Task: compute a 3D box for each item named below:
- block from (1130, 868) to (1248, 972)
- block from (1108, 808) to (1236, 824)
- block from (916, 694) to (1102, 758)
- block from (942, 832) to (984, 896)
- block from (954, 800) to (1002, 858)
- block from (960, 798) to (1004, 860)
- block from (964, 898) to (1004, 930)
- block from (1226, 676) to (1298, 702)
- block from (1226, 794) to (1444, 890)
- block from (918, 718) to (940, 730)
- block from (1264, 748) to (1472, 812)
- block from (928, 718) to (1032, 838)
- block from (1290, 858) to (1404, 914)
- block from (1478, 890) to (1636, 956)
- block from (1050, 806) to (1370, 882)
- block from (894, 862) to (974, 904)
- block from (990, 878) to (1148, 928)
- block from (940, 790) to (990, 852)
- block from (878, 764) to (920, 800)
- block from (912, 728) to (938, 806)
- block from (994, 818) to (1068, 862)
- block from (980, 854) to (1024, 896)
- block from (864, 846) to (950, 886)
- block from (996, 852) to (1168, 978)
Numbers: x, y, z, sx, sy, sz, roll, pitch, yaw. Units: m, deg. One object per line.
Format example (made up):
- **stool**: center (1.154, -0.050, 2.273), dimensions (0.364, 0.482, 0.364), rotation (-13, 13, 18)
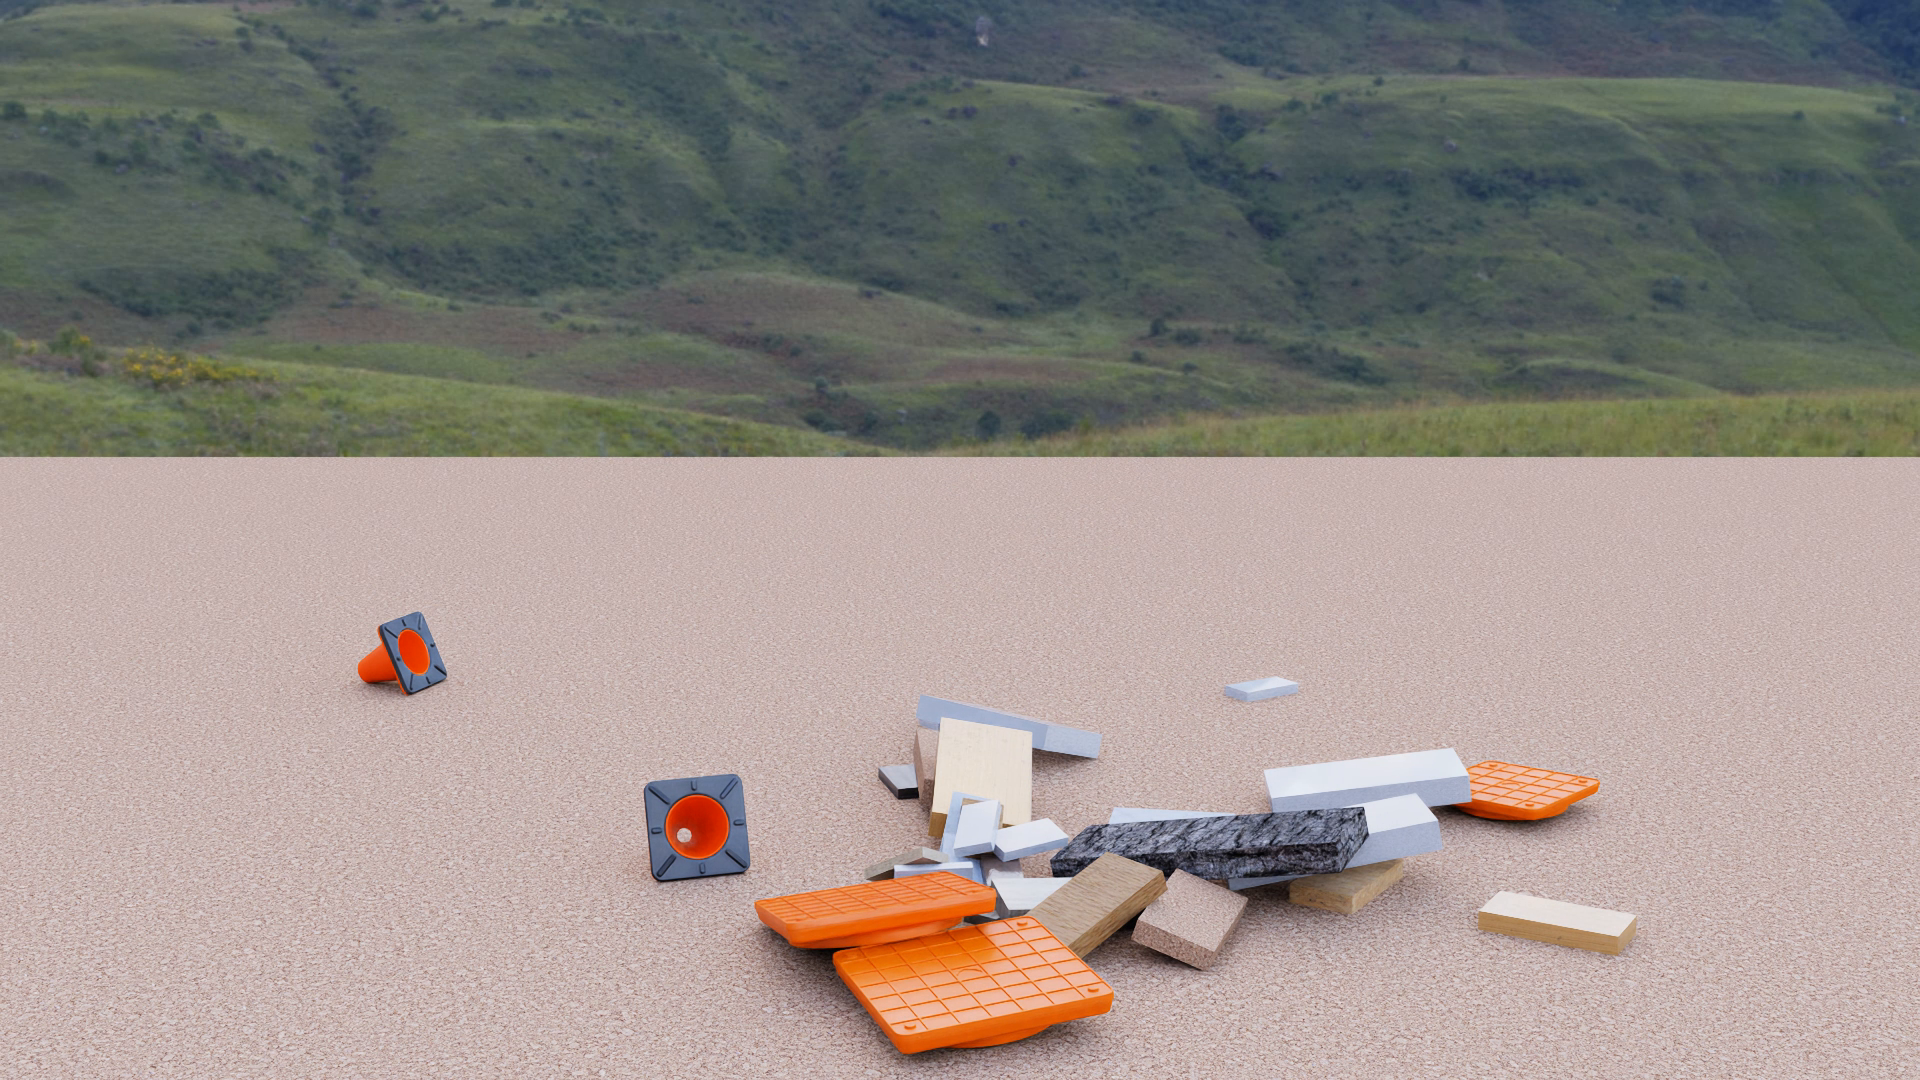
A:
- **block**: center (0.363, 0.594, 3.454), dimensions (0.125, 0.035, 0.249), rotation (21, 16, 15)
- **block**: center (0.382, 0.519, 3.966), dimensions (0.220, 0.031, 0.110), rotation (2, 11, 10)
- **block**: center (0.098, 0.382, 4.514), dimensions (0.352, 0.050, 0.176), rotation (10, -3, 42)
- **block**: center (0.004, 0.548, 3.715), dimensions (0.073, 0.021, 0.146), rotation (10, 24, -1)
- **block**: center (0.030, 0.488, 3.723), dimensions (0.065, 0.018, 0.130), rotation (-12, 24, 13)
- **block**: center (0.035, 0.498, 3.777), dimensions (0.073, 0.021, 0.146), rotation (10, 27, -1)
- **block**: center (0.070, 0.599, 3.569), dimensions (0.064, 0.018, 0.129), rotation (8, 13, 35)
- **block**: center (0.682, 0.337, 4.972), dimensions (0.152, 0.022, 0.076), rotation (-7, 13, -33)
- **block**: center (0.620, 0.512, 3.737), dimensions (0.359, 0.051, 0.180), rotation (-11, 8, 2)
- **block**: center (-0.004, 0.383, 4.725), dimensions (0.152, 0.022, 0.076), rotation (-7, 13, -33)
- **block**: center (0.756, 0.458, 4.104), dimensions (0.359, 0.051, 0.180), rotation (-7, 10, 4)
- **block**: center (0.040, 0.443, 4.031), dimensions (0.176, 0.050, 0.352), rotation (10, 23, -2)
- **block**: center (0.650, 0.571, 3.688), dimensions (0.110, 0.031, 0.220), rotation (7, 12, 32)
- **block**: center (0.948, 0.607, 3.491), dimensions (0.221, 0.031, 0.110), rotation (6, 12, 31)
- **block**: center (0.413, 0.512, 3.659), dimensions (0.497, 0.051, 0.180), rotation (-8, 9, 26)
- **block**: center (-0.044, 0.565, 3.620), dimensions (0.129, 0.064, 0.018), rotation (-1, 23, -8)
- **block**: center (0.184, 0.584, 3.540), dimensions (0.249, 0.035, 0.125), rotation (1, 14, -13)
- **block**: center (0.010, 0.505, 3.824), dimensions (0.073, 0.021, 0.146), rotation (13, 44, 1)
- **block**: center (-0.103, 0.469, 4.264), dimensions (0.076, 0.022, 0.152), rotation (-3, 11, -16)
- **block**: center (0.007, 0.445, 4.242), dimensions (0.176, 0.050, 0.352), rotation (8, 10, -5)
- **block**: center (0.112, 0.509, 3.732), dimensions (0.131, 0.018, 0.065), rotation (-9, 28, -31)
- **block**: center (0.071, 0.557, 3.646), dimensions (0.064, 0.018, 0.129), rotation (5, 15, -6)
- **block**: center (-0.089, 0.542, 3.647), dimensions (0.130, 0.018, 0.065), rotation (-26, -34, 33)
- **block**: center (0.190, 0.578, 3.406), dimensions (0.249, 0.035, 0.125), rotation (-32, 27, -32)
